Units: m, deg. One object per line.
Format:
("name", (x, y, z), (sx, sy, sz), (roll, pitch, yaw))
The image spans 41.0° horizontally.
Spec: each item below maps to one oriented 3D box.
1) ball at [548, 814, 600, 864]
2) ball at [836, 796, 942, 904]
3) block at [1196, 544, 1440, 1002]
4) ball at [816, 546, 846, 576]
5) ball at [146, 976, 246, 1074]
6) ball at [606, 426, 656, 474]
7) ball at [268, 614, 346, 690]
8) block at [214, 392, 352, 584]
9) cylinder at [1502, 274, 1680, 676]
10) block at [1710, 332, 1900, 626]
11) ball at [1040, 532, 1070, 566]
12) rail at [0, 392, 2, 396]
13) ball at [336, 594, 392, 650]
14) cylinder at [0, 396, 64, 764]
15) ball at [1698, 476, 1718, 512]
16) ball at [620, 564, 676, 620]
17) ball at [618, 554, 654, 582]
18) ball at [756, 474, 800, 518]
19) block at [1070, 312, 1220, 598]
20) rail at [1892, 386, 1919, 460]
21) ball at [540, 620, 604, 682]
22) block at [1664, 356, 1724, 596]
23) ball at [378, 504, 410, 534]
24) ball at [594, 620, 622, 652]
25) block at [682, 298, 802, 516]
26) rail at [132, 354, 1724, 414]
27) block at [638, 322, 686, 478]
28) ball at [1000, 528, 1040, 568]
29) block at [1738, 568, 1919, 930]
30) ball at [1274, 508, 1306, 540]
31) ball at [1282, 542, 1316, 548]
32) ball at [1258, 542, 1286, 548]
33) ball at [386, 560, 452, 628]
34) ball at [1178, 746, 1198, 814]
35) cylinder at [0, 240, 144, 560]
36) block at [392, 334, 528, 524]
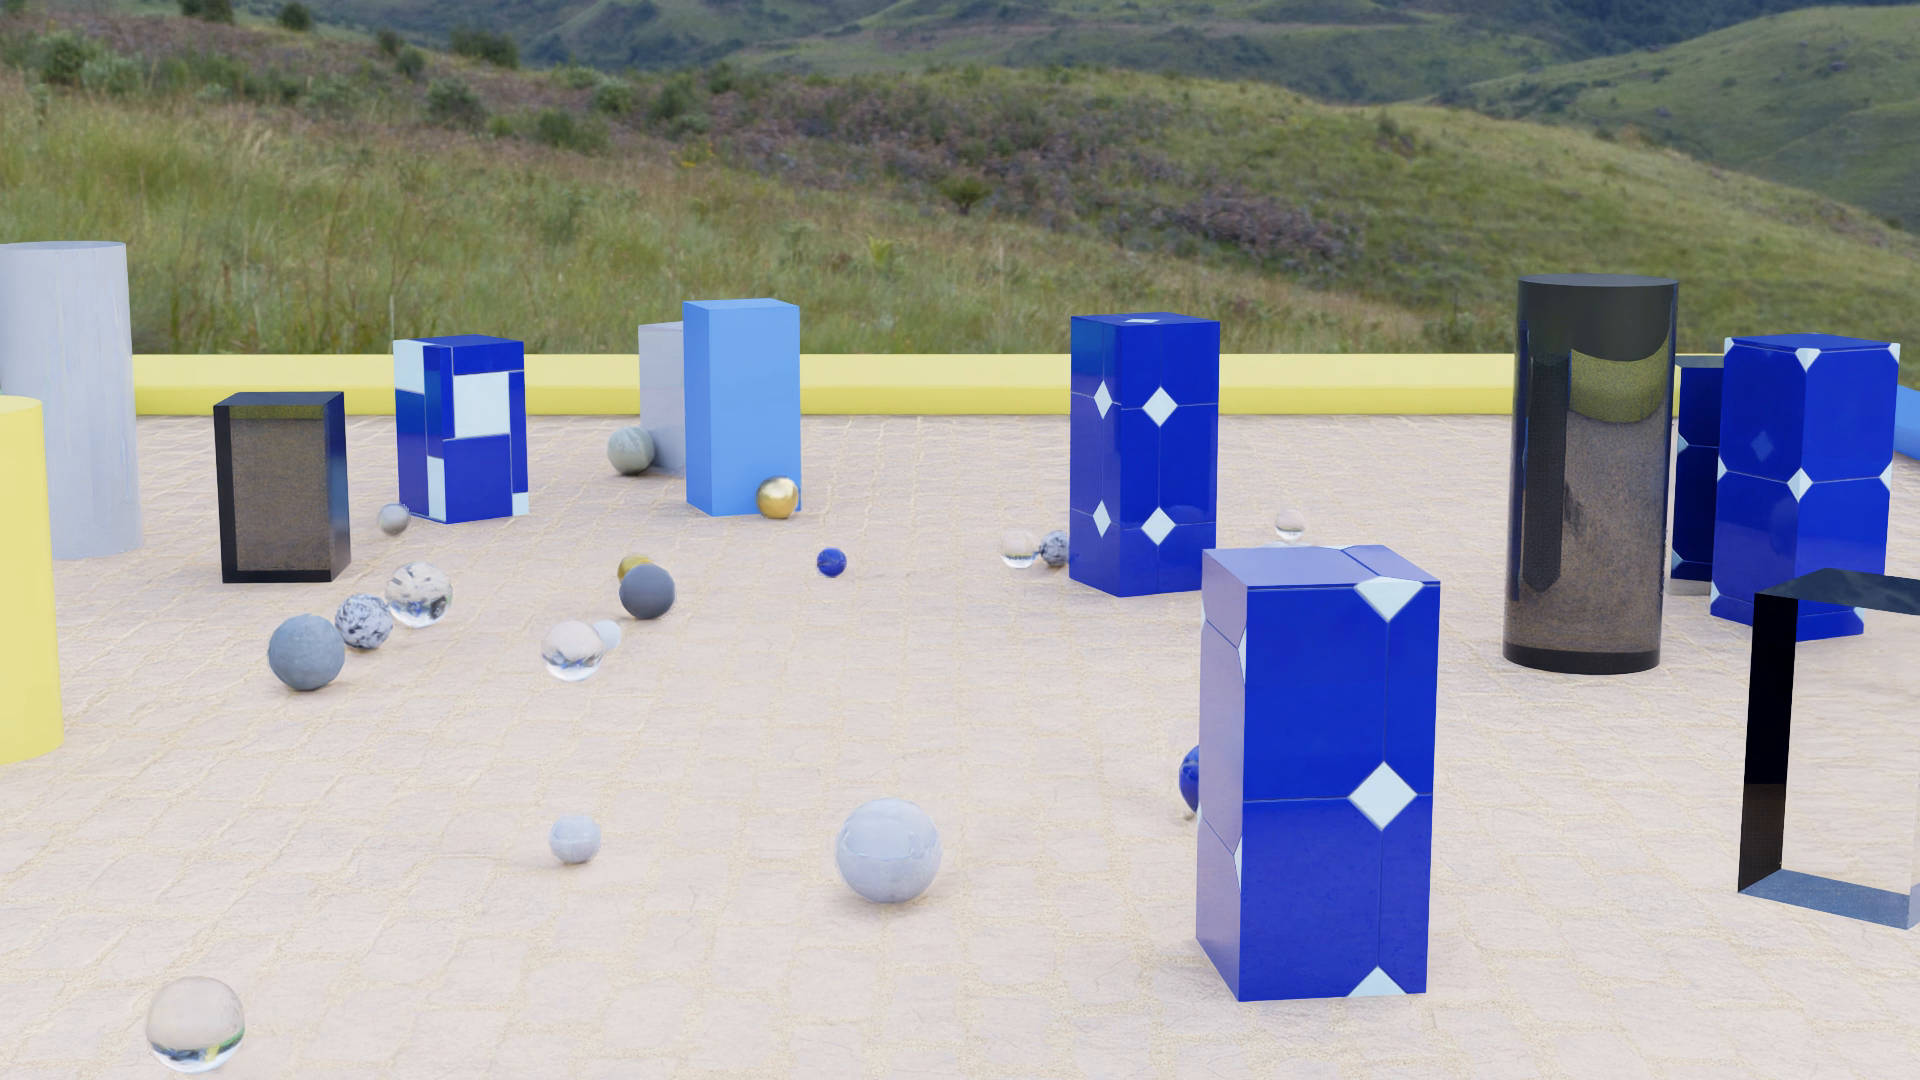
("ball", (-0.356, 0.275, 2.363), (0.046, 0.046, 0.046), (0, 11, 0))
("ball", (-0.062, 0.272, 2.248), (0.093, 0.093, 0.093), (0, 11, 0))
("block", (0.284, 0.183, 2.068), (0.152, 0.333, 0.152), (-1, 11, -7))
("ball", (-0.184, 0.031, 3.678), (0.043, 0.043, 0.043), (0, 11, 0))
("ball", (-0.558, 0.354, 1.873), (0.070, 0.070, 0.070), (0, 11, 0))
("ball", (-0.588, -0.160, 4.586), (0.087, 0.087, 0.087), (0, 11, 0))
("ball", (-0.767, 0.132, 3.013), (0.089, 0.089, 0.089), (0, 11, 0))
("block", (-0.972, -0.078, 3.687), (0.152, 0.254, 0.152), (0, 11, -3))
("cylinder", (0.770, -0.084, 3.141), (0.191, 0.467, 0.191), (0, 11, 0))
("block", (1.103, -0.076, 3.357), (0.152, 0.371, 0.152), (-5, 12, -24))
("ball", (0.142, 0.013, 3.754), (0.051, 0.051, 0.051), (0, 11, 0))
("rail", (-1.763, 0.034, 3.439), (0.045, 0.124, 3.916), (0, 11, 0))
("ball", (-0.748, 0.103, 3.220), (0.071, 0.071, 0.071), (0, 11, 0))
("cylinder", (-1.067, 0.041, 2.733), (0.191, 0.370, 0.191), (0, 11, 0))
("ball", (1.240, -0.074, 4.198), (0.060, 0.060, 0.060), (0, 11, 0))
("ball", (-0.413, 0.068, 3.395), (0.074, 0.074, 0.074), (0, 11, 0))
("ball", (-0.449, 0.046, 3.568), (0.055, 0.055, 0.055), (0, 11, 0))
("ball", (-0.294, -0.070, 4.147), (0.070, 0.070, 0.070), (0, 11, 0))
("block", (0.257, -0.123, 3.601), (0.152, 0.375, 0.152), (-5, 12, -24))
("rail", (1.763, 0.030, 3.459), (0.045, 0.124, 3.916), (0, 11, 0))
("ball", (-0.461, 0.132, 3.052), (0.075, 0.075, 0.075), (0, 11, 0))
("block", (1.061, -0.092, 3.594), (0.152, 0.317, 0.152), (0, 11, 2))
("ball", (-0.885, -0.033, 4.006), (0.049, 0.049, 0.049), (0, 11, 0))
("ball", (-0.444, 0.120, 3.210), (0.041, 0.041, 0.041), (0, 11, 0))
("block", (-0.360, -0.221, 4.232), (0.152, 0.337, 0.152), (-4, 11, -21))
("rail", (-0.011, -0.322, 5.351), (3.574, 0.124, 0.045), (0, 11, 0))
("block", (-0.468, -0.256, 4.620), (0.152, 0.263, 0.152), (10, 15, 43))
("ball", (0.086, 0.013, 3.736), (0.058, 0.058, 0.058), (0, 11, 0))
("block", (0.798, 0.178, 2.262), (0.152, 0.272, 0.152), (9, 14, 40))
("ball", (0.510, -0.024, 3.962), (0.048, 0.048, 0.048), (0, 11, 0))
("ball", (0.460, 0.047, 3.467), (0.090, 0.090, 0.090), (0, 11, 0))
("ball", (0.437, 0.039, 3.546), (0.075, 0.075, 0.075), (0, 11, 0))
("ball", (-0.706, 0.071, 3.349), (0.086, 0.086, 0.086), (0, 11, 0))
("ball", (0.251, 0.233, 2.499), (0.078, 0.078, 0.078), (0, 11, 0))
("cylinder", (-1.342, -0.214, 3.863), (0.191, 0.458, 0.191), (0, 11, 0))
("block", (-0.812, -0.183, 4.176), (0.152, 0.282, 0.152), (-9, 14, -40))
